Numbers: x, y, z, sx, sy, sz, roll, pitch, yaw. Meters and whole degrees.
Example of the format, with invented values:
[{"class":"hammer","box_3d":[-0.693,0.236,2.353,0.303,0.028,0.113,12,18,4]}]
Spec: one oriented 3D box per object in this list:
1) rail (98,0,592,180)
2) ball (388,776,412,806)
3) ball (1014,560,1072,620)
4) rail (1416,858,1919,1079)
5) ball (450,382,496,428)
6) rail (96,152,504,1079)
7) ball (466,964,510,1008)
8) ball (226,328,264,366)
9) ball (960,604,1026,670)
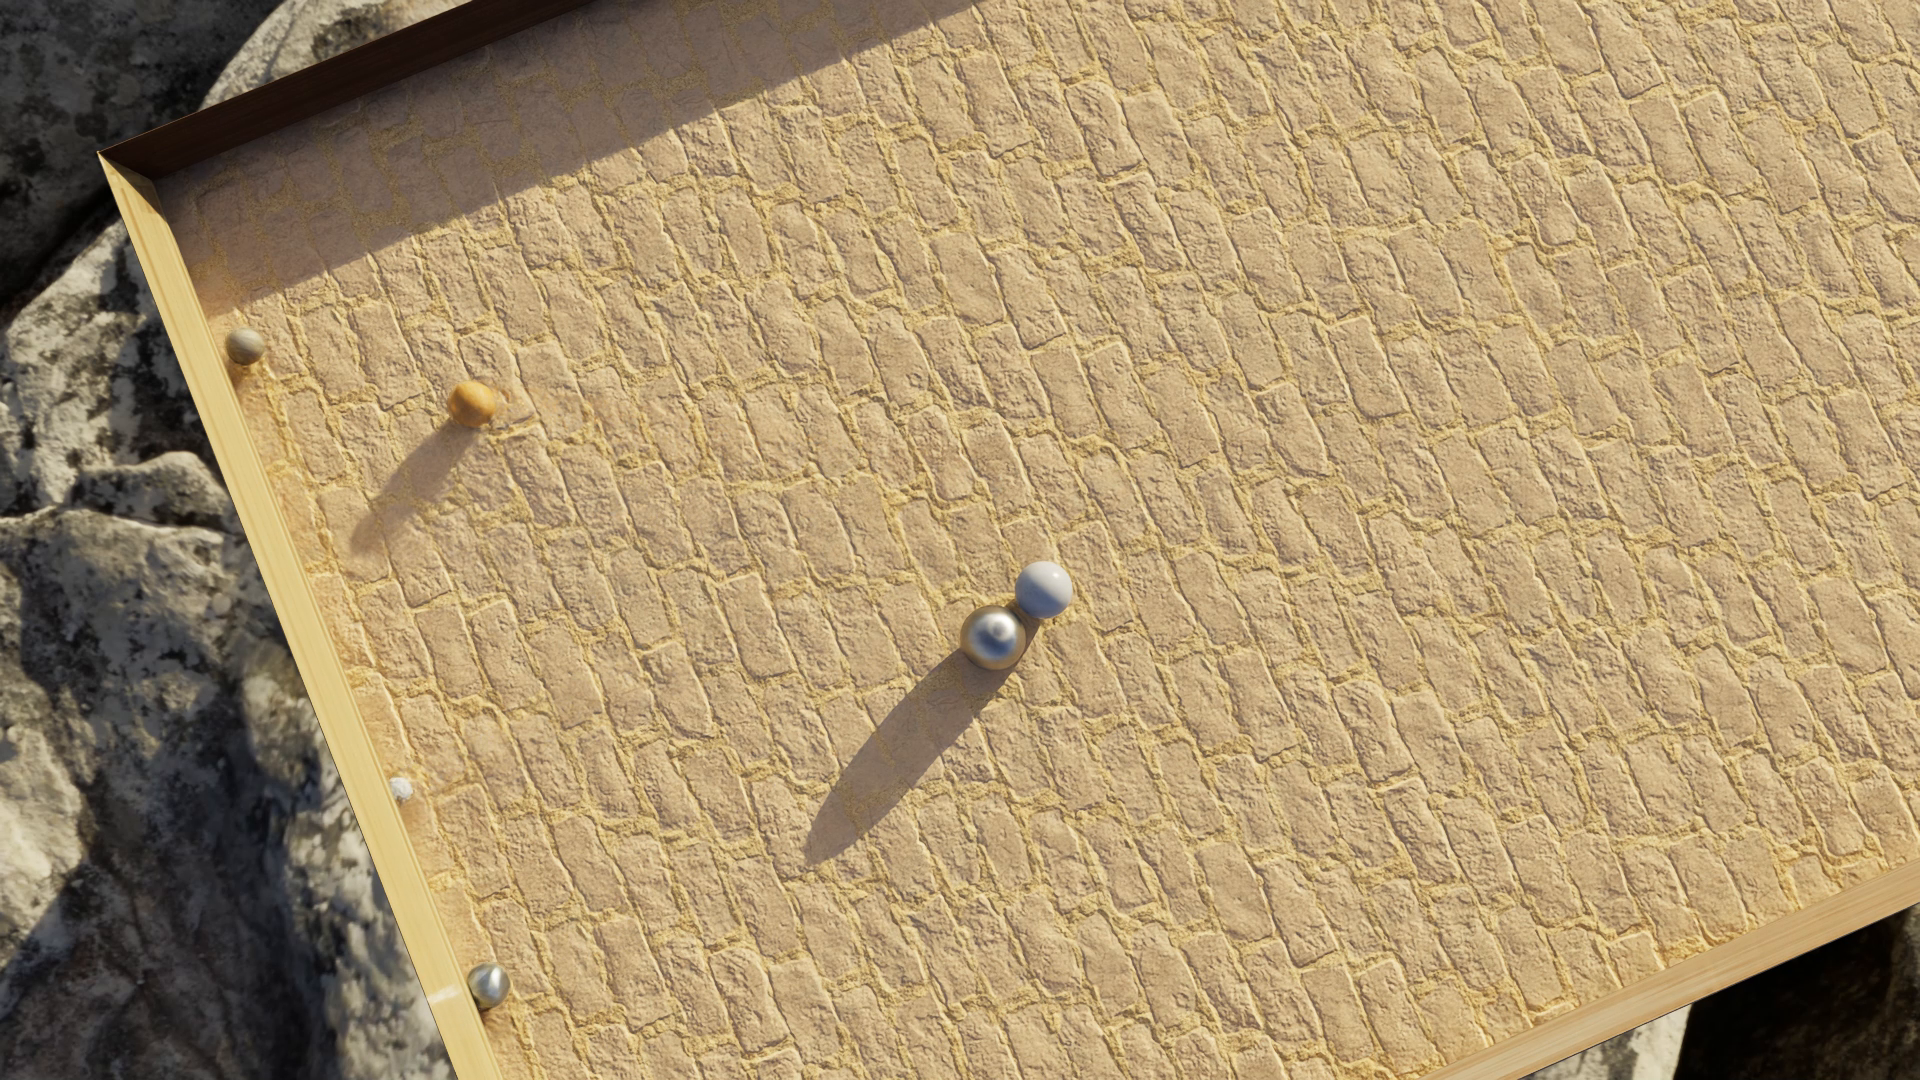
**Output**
[{"class":"rail","box_3d":[0.484,-1.279,3.384,3.796,0.127,0.045,-23,84,-3]},{"class":"ball","box_3d":[-0.826,0.368,3.227,0.043,0.043,0.043,0,83,0]},{"class":"ball","box_3d":[0.123,0.074,3.240,0.087,0.087,0.087,0,83,0]},{"class":"rail","box_3d":[1.262,0.534,3.163,3.796,0.127,0.045,-23,84,-3]},{"class":"ball","box_3d":[-0.728,-0.203,3.283,0.068,0.068,0.068,0,83,0]},{"class":"rail","box_3d":[-0.851,0.356,3.185,0.045,0.127,2.033,-23,84,-3]},{"class":"ball","box_3d":[-0.683,0.645,3.182,0.065,0.065,0.065,0,83,0]},{"class":"ball","box_3d":[-1.073,-0.291,3.300,0.056,0.056,0.056,0,83,0]},{"class":"ball","box_3d":[0.048,0.143,3.226,0.098,0.098,0.098,0,83,0]}]
